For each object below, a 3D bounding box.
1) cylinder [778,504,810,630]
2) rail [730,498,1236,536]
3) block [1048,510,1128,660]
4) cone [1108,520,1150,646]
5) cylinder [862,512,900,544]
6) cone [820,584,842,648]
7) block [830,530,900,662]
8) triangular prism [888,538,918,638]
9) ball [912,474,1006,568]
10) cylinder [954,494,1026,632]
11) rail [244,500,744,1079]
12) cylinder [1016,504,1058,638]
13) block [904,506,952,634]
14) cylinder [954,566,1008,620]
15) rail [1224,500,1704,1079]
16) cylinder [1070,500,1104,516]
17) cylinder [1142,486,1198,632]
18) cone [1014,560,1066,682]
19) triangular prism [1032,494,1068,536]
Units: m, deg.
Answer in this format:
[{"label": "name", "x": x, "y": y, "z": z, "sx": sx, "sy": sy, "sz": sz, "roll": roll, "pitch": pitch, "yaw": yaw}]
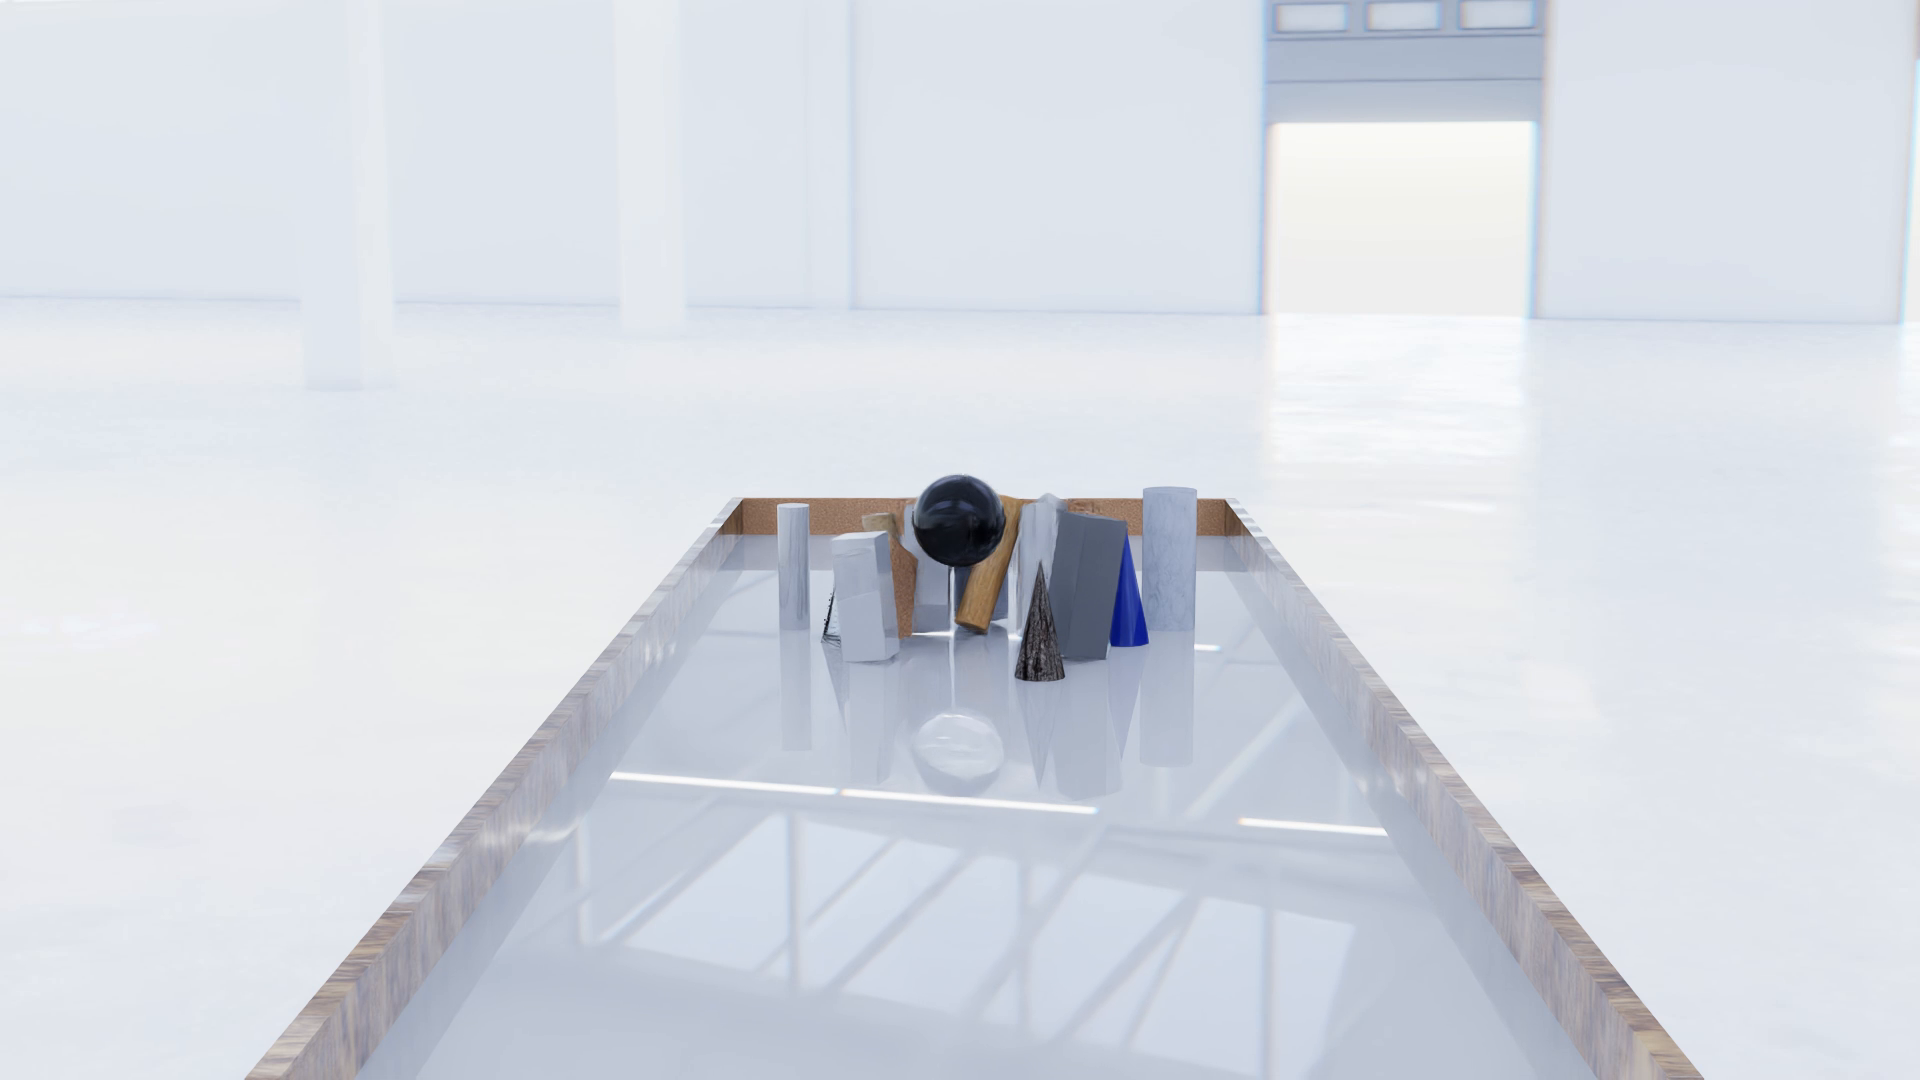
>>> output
[{"label": "cylinder", "x": -0.541, "y": 0.087, "z": 7.173, "sx": 0.104, "sy": 0.403, "sz": 0.104, "roll": 0, "pitch": 9, "yaw": 0}, {"label": "rail", "x": 0.099, "y": -0.098, "z": 9.147, "sx": 2.100, "sy": 0.150, "sz": 0.050, "roll": 0, "pitch": 9, "yaw": 1}, {"label": "block", "x": 0.377, "y": 0.138, "z": 6.718, "sx": 0.148, "sy": 0.425, "sz": 0.148, "roll": 6, "pitch": 5, "yaw": -30}, {"label": "cone", "x": 0.516, "y": 0.125, "z": 6.947, "sx": 0.173, "sy": 0.400, "sz": 0.173, "roll": 0, "pitch": 9, "yaw": 0}, {"label": "cylinder", "x": -0.241, "y": 0.093, "z": 7.243, "sx": 0.113, "sy": 0.355, "sz": 0.113, "roll": -9, "pitch": 1, "yaw": 0}, {"label": "cone", "x": -0.354, "y": 0.152, "z": 6.949, "sx": 0.174, "sy": 0.344, "sz": 0.174, "roll": 0, "pitch": 9, "yaw": 0}, {"label": "block", "x": -0.287, "y": 0.171, "z": 6.695, "sx": 0.139, "sy": 0.374, "sz": 0.139, "roll": -4, "pitch": 8, "yaw": 17}, {"label": "triangular prism", "x": -0.220, "y": 0.149, "z": 6.959, "sx": 0.135, "sy": 0.117, "sz": 0.316, "roll": -3, "pitch": 49, "yaw": 8}, {"label": "ball", "x": -0.003, "y": -0.062, "z": 6.987, "sx": 0.297, "sy": 0.297, "sz": 0.297, "roll": 0, "pitch": 9, "yaw": 0}, {"label": "cylinder", "x": 0.101, "y": 0.077, "z": 7.113, "sx": 0.111, "sy": 0.438, "sz": 0.111, "roll": 17, "pitch": -14, "yaw": 4}, {"label": "rail", "x": -1.004, "y": 0.839, "z": 3.234, "sx": 0.050, "sy": 0.150, "sz": 12.000, "roll": 0, "pitch": 9, "yaw": 1}, {"label": "cylinder", "x": 0.244, "y": 0.100, "z": 7.021, "sx": 0.122, "sy": 0.418, "sz": 0.122, "roll": 2, "pitch": -20, "yaw": 1}, {"label": "block", "x": -0.107, "y": 0.093, "z": 7.177, "sx": 0.147, "sy": 0.147, "sz": 0.424, "roll": -1, "pitch": 49, "yaw": 3}, {"label": "cylinder", "x": 0.072, "y": 0.057, "z": 7.264, "sx": 0.180, "sy": 0.395, "sz": 0.180, "roll": 1, "pitch": -13, "yaw": 0}, {"label": "rail", "x": 1.046, "y": 0.843, "z": 3.208, "sx": 0.050, "sy": 0.150, "sz": 12.000, "roll": 0, "pitch": 9, "yaw": 1}, {"label": "cylinder", "x": 0.396, "y": 0.074, "z": 7.237, "sx": 0.105, "sy": 0.396, "sz": 0.105, "roll": 7, "pitch": -1, "yaw": 0}, {"label": "cylinder", "x": 0.683, "y": 0.061, "z": 7.182, "sx": 0.176, "sy": 0.453, "sz": 0.176, "roll": 0, "pitch": 9, "yaw": 0}, {"label": "cone", "x": 0.235, "y": 0.226, "z": 6.450, "sx": 0.150, "sy": 0.354, "sz": 0.150, "roll": 0, "pitch": 9, "yaw": 0}, {"label": "triangular prism", "x": 0.268, "y": 0.079, "z": 7.180, "sx": 0.104, "sy": 0.442, "sz": 0.121, "roll": -11, "pitch": -24, "yaw": 35}]
